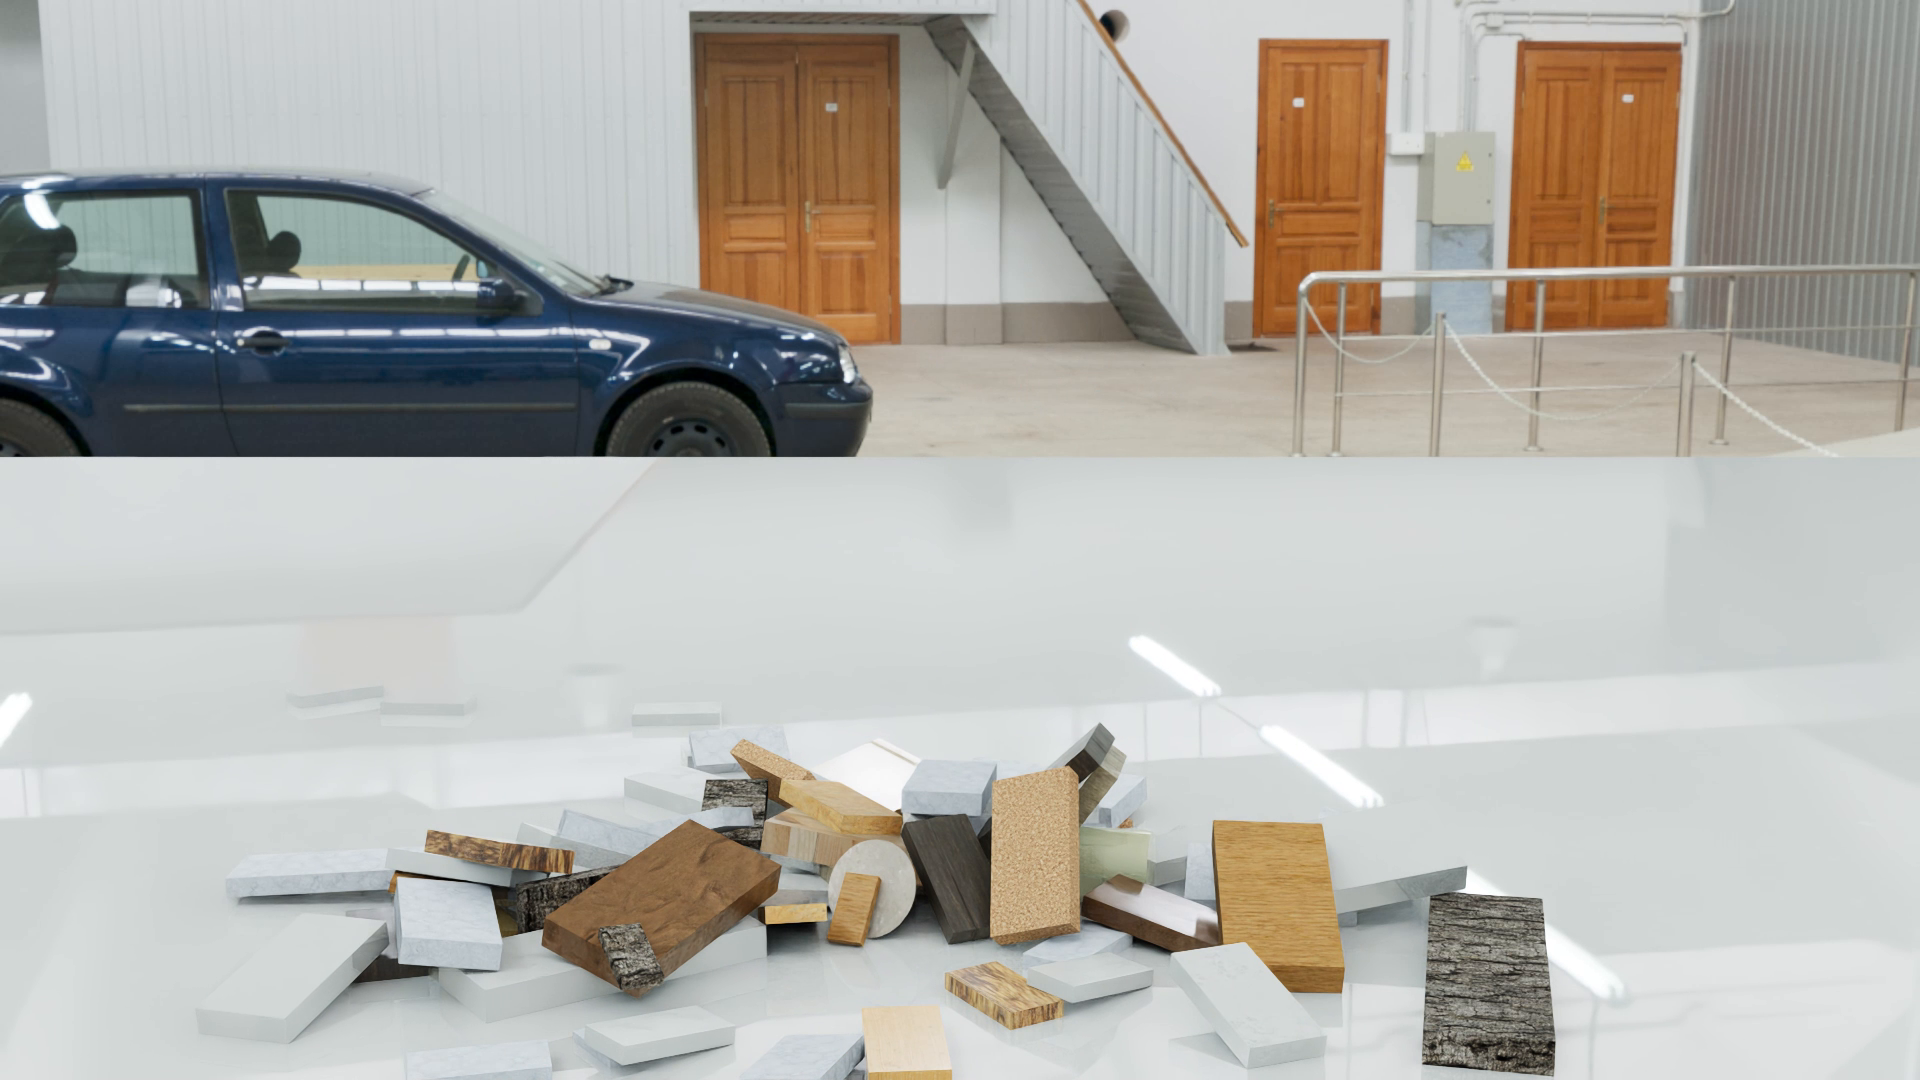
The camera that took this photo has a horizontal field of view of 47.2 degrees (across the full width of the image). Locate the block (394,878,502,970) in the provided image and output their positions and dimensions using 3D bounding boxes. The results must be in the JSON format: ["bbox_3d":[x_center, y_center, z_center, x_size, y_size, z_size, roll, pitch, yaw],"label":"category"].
[{"bbox_3d":[-0.771,0.574,3.302,0.142,0.040,0.284,8,7,-17],"label":"block"}]

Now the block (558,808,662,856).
[{"bbox_3d":[-0.539,0.505,3.668,0.256,0.036,0.128,18,-7,-11],"label":"block"}]

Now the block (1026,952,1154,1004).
[{"bbox_3d":[0.193,0.643,3.238,0.090,0.025,0.179,13,9,44],"label":"block"}]

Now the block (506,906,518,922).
[{"bbox_3d":[-0.602,0.595,3.552,0.116,0.033,0.232,10,15,43],"label":"block"}]

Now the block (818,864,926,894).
[{"bbox_3d":[-0.131,0.561,3.656,0.187,0.027,0.094,7,5,-23],"label":"block"}]

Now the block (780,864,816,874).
[{"bbox_3d":[-0.303,0.571,3.720,0.131,0.018,0.065,8,13,35],"label":"block"}]

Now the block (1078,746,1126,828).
[{"bbox_3d":[0.173,0.469,3.649,0.039,0.275,0.137,37,15,2],"label":"block"}]

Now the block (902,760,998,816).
[{"bbox_3d":[-0.016,0.423,3.775,0.135,0.038,0.269,2,5,6],"label":"block"}]

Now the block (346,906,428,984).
[{"bbox_3d":[-0.888,0.623,3.403,0.116,0.033,0.232,-3,11,-16],"label":"block"}]

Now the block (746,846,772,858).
[{"bbox_3d":[-0.390,0.526,3.731,0.065,0.018,0.131,10,-7,43],"label":"block"}]

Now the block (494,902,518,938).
[{"bbox_3d":[-0.784,0.591,3.472,0.113,0.032,0.226,8,8,-35],"label":"block"}]

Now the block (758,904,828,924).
[{"bbox_3d":[-0.264,0.586,3.448,0.094,0.027,0.187,-2,-9,-9],"label":"block"}]

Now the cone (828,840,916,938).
[{"bbox_3d":[-0.107,0.576,3.554,0.157,0.157,0.157,6,-15,28],"label":"cone"}]

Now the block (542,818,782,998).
[{"bbox_3d":[-0.447,0.553,3.338,0.179,0.051,0.358,23,28,22],"label":"block"}]

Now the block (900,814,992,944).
[{"bbox_3d":[-0.004,0.540,3.518,0.110,0.031,0.220,-5,47,-25],"label":"block"}]

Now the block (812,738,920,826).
[{"bbox_3d":[-0.142,0.461,4.120,0.161,0.046,0.322,-23,20,-24],"label":"block"}]

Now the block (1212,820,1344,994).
[{"bbox_3d":[0.485,0.559,3.387,0.175,0.049,0.349,2,29,2],"label":"block"}]

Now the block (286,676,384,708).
[{"bbox_3d":[-1.403,0.342,4.933,0.189,0.027,0.095,-7,13,-34],"label":"block"}]

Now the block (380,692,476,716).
[{"bbox_3d":[-1.168,0.360,4.835,0.186,0.026,0.093,1,11,4],"label":"block"}]

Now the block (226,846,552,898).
[{"bbox_3d":[-0.941,0.546,3.659,0.525,0.033,0.116,-3,11,0],"label":"block"}]

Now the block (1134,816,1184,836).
[{"bbox_3d":[0.350,0.527,3.958,0.063,0.018,0.125,5,12,26],"label":"block"}]

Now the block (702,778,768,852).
[{"bbox_3d":[-0.408,0.498,3.957,0.114,0.032,0.228,0,22,-2],"label":"block"}]

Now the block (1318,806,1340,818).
[{"bbox_3d":[0.688,0.514,3.684,0.198,0.028,0.099,25,18,12],"label":"block"}]

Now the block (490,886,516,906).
[{"bbox_3d":[-0.767,0.580,3.627,0.112,0.016,0.056,0,32,-2],"label":"block"}]

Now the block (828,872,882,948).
[{"bbox_3d":[-0.166,0.581,3.459,0.057,0.113,0.016,4,-31,20],"label":"block"}]

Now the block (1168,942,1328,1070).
[{"bbox_3d":[0.403,0.653,3.099,0.120,0.034,0.240,-4,24,-21],"label":"block"}]

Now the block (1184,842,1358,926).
[{"bbox_3d":[0.507,0.560,3.589,0.274,0.039,0.137,2,33,8],"label":"block"}]

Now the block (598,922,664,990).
[{"bbox_3d":[-0.473,0.597,3.158,0.062,0.017,0.123,-2,29,-26],"label":"block"}]

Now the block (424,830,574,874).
[{"bbox_3d":[-0.731,0.493,3.482,0.128,0.036,0.257,14,-10,-38],"label":"block"}]

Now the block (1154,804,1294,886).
[{"bbox_3d":[0.435,0.522,3.750,0.275,0.039,0.137,-14,10,2],"label":"block"}]

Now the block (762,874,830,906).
[{"bbox_3d":[-0.266,0.572,3.598,0.187,0.027,0.094,6,6,-26],"label":"block"}]

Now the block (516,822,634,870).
[{"bbox_3d":[-0.590,0.523,3.627,0.257,0.036,0.128,21,-8,-33],"label":"block"}]
